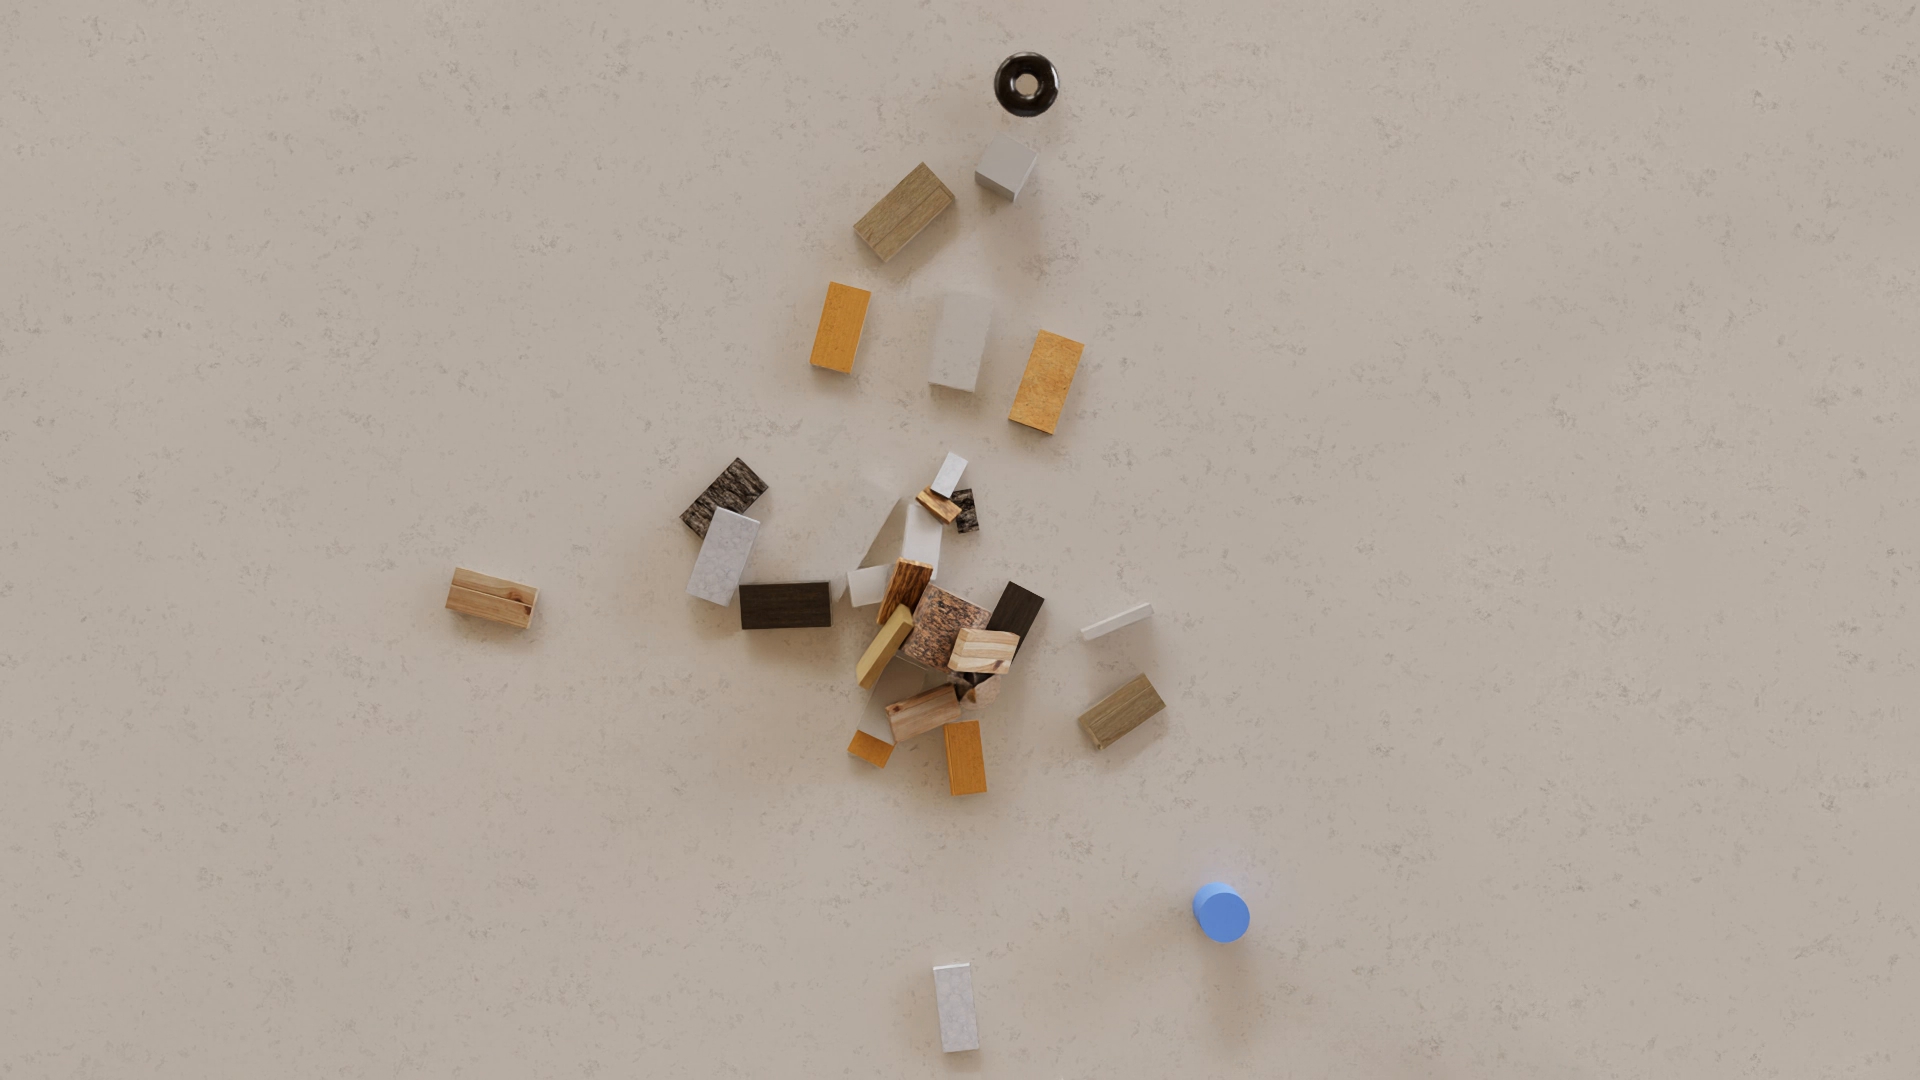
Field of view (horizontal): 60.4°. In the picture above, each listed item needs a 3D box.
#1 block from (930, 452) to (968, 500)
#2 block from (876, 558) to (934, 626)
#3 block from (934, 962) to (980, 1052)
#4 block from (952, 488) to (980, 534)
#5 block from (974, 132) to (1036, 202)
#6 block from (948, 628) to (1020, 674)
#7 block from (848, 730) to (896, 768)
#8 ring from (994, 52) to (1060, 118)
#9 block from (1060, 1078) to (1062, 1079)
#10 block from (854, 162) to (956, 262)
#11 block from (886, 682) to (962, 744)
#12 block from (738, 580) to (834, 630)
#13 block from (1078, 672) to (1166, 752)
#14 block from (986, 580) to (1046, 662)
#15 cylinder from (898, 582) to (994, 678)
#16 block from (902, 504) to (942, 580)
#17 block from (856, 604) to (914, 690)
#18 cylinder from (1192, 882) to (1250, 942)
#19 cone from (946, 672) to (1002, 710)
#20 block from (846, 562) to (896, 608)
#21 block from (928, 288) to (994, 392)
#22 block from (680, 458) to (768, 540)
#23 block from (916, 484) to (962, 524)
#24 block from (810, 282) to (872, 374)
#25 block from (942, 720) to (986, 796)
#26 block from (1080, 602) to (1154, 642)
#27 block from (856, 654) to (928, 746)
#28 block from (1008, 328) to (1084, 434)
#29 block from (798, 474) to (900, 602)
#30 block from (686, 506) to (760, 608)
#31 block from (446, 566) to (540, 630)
[{"bbox_3d":[-0.036,-0.214,5.475,0.071,0.020,0.141,27,78,0],"label":"block"},{"bbox_3d":[-0.182,0.178,5.425,0.118,0.033,0.236,13,112,-19],"label":"block"},{"bbox_3d":[-0.012,1.555,5.483,0.120,0.034,0.277,-7,90,0],"label":"block"},{"bbox_3d":[0.017,-0.096,5.490,0.071,0.020,0.141,-11,90,0],"label":"block"},{"bbox_3d":[0.150,-1.227,5.426,0.148,0.148,0.148,30,90,0],"label":"block"},{"bbox_3d":[0.079,0.361,5.342,0.038,0.266,0.133,25,100,39],"label":"block"},{"bbox_3d":[-0.253,0.606,5.481,0.135,0.038,0.271,27,90,0],"label":"block"},{"bbox_3d":[0.221,-1.509,5.464,0.219,0.073,0.219,0,89,0],"label":"ring"},{"bbox_3d":[0.341,1.928,5.483,0.119,0.034,0.239,-27,90,0],"label":"block"},{"bbox_3d":[-0.185,-1.088,5.478,0.315,0.045,0.158,-43,90,0],"label":"block"},{"bbox_3d":[-0.120,0.567,5.426,0.239,0.034,0.119,-20,109,-20],"label":"block"},{"bbox_3d":[-0.575,0.214,5.453,0.300,0.042,0.150,-2,99,6],"label":"block"},{"bbox_3d":[0.537,0.571,5.481,0.265,0.038,0.133,-34,90,0],"label":"block"},{"bbox_3d":[0.162,0.283,5.481,0.133,0.038,0.266,27,90,0],"label":"block"},{"bbox_3d":[-0.048,0.295,5.383,0.235,0.235,0.235,25,90,0],"label":"cylinder"},{"bbox_3d":[-0.126,0.008,5.459,0.118,0.033,0.236,8,84,-12],"label":"block"},{"bbox_3d":[-0.248,0.348,5.395,0.038,0.135,0.271,30,107,-18],"label":"block"},{"bbox_3d":[0.857,1.222,5.419,0.163,0.163,0.163,0,90,0],"label":"cylinder"},{"bbox_3d":[0.047,0.476,5.409,0.182,0.182,0.182,0,90,0],"label":"cone"},{"bbox_3d":[-0.251,0.142,5.459,0.236,0.033,0.118,-11,90,-12],"label":"block"},{"bbox_3d":[0.002,-0.661,5.478,0.157,0.045,0.315,12,90,0],"label":"block"},{"bbox_3d":[-0.783,-0.127,5.480,0.139,0.039,0.278,44,90,0],"label":"block"},{"bbox_3d":[-0.071,-0.116,5.459,0.141,0.020,0.071,37,53,10],"label":"block"},{"bbox_3d":[-0.397,-0.705,5.480,0.139,0.039,0.278,15,90,0],"label":"block"},{"bbox_3d":[0.016,0.723,5.483,0.119,0.034,0.239,-7,90,0],"label":"block"},{"bbox_3d":[0.518,0.269,5.440,0.240,0.120,0.034,-23,90,0],"label":"block"},{"bbox_3d":[-0.224,0.526,5.442,0.135,0.038,0.271,25,90,0],"label":"block"},{"bbox_3d":[0.286,-0.525,5.478,0.158,0.045,0.315,20,90,0],"label":"block"},{"bbox_3d":[-0.368,-0.006,5.479,0.150,0.042,0.408,31,90,0],"label":"block"},{"bbox_3d":[-0.785,0.056,5.451,0.150,0.042,0.300,21,95,-12],"label":"block"},{"bbox_3d":[-1.553,0.192,5.480,0.278,0.039,0.139,15,90,0],"label":"block"}]
